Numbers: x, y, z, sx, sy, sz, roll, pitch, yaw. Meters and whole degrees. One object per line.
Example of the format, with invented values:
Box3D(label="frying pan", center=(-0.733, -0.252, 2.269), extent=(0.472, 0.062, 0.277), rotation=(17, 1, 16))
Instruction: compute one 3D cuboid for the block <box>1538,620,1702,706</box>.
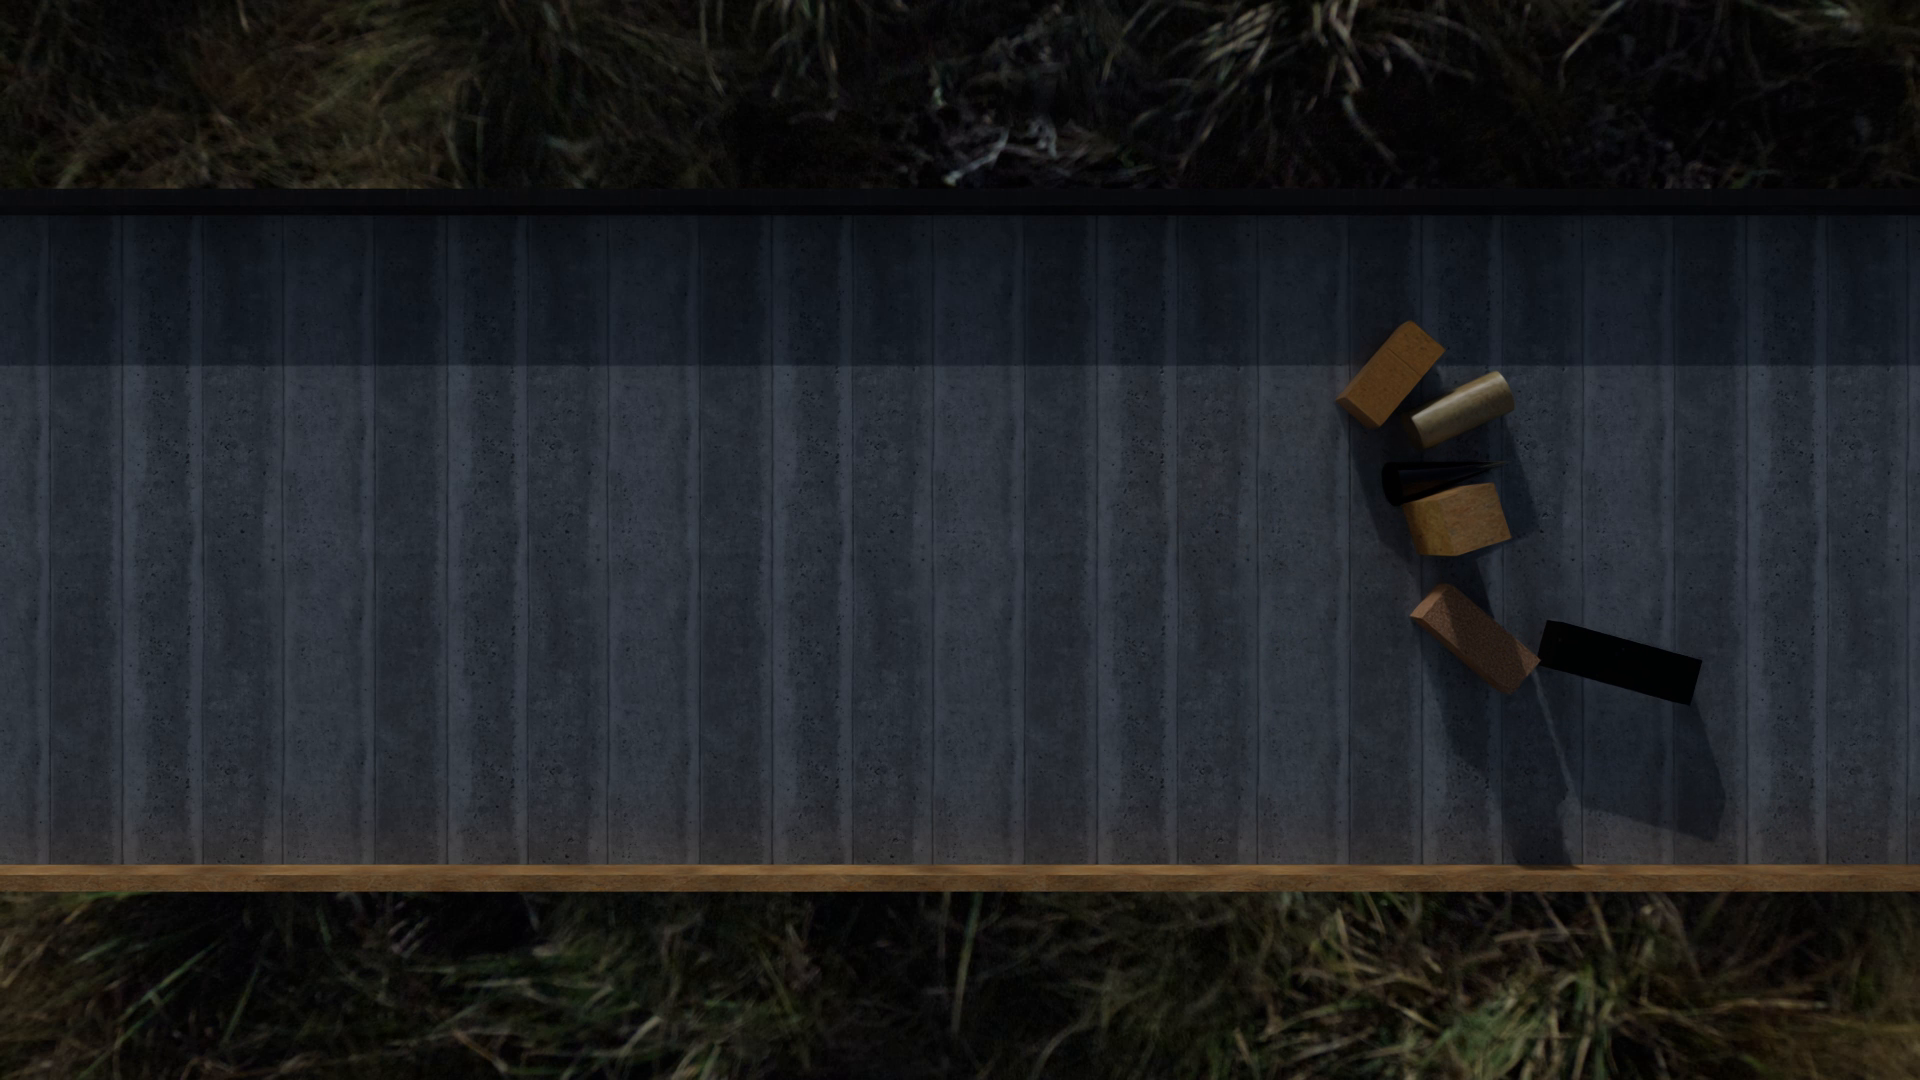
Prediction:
Box3D(label="block", center=(1.996, 0.371, 5.006), extent=(0.431, 0.141, 0.141), rotation=(15, 90, 0))

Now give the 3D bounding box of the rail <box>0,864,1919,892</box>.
Box3D(label="rail", center=(-2.247, 1.025, 5.001), extent=(12.000, 0.150, 0.050), rotation=(0, 90, 0))

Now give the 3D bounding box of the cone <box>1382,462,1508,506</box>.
Box3D(label="cone", center=(1.507, -0.206, 5.043), extent=(0.402, 0.136, 0.136), rotation=(-11, 90, -10))

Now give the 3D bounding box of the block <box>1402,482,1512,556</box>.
Box3D(label="block", center=(1.461, -0.059, 4.878), extent=(0.167, 0.396, 0.167), rotation=(-18, 90, 0))

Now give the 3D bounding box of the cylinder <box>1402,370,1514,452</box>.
Box3D(label="cylinder", center=(1.511, -0.390, 5.009), extent=(0.303, 0.134, 0.134), rotation=(-24, 90, 0))

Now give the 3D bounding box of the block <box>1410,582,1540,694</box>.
Box3D(label="block", center=(1.562, 0.297, 5.009), extent=(0.354, 0.136, 0.136), rotation=(40, 90, 0))

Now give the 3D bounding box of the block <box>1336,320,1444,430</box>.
Box3D(label="block", center=(1.304, -0.499, 5.007), extent=(0.138, 0.138, 0.302), rotation=(40, 90, 0))

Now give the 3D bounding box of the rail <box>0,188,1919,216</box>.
Box3D(label="rail", center=(-2.247, -1.025, 5.002), extent=(12.000, 0.150, 0.050), rotation=(0, 90, 0))
